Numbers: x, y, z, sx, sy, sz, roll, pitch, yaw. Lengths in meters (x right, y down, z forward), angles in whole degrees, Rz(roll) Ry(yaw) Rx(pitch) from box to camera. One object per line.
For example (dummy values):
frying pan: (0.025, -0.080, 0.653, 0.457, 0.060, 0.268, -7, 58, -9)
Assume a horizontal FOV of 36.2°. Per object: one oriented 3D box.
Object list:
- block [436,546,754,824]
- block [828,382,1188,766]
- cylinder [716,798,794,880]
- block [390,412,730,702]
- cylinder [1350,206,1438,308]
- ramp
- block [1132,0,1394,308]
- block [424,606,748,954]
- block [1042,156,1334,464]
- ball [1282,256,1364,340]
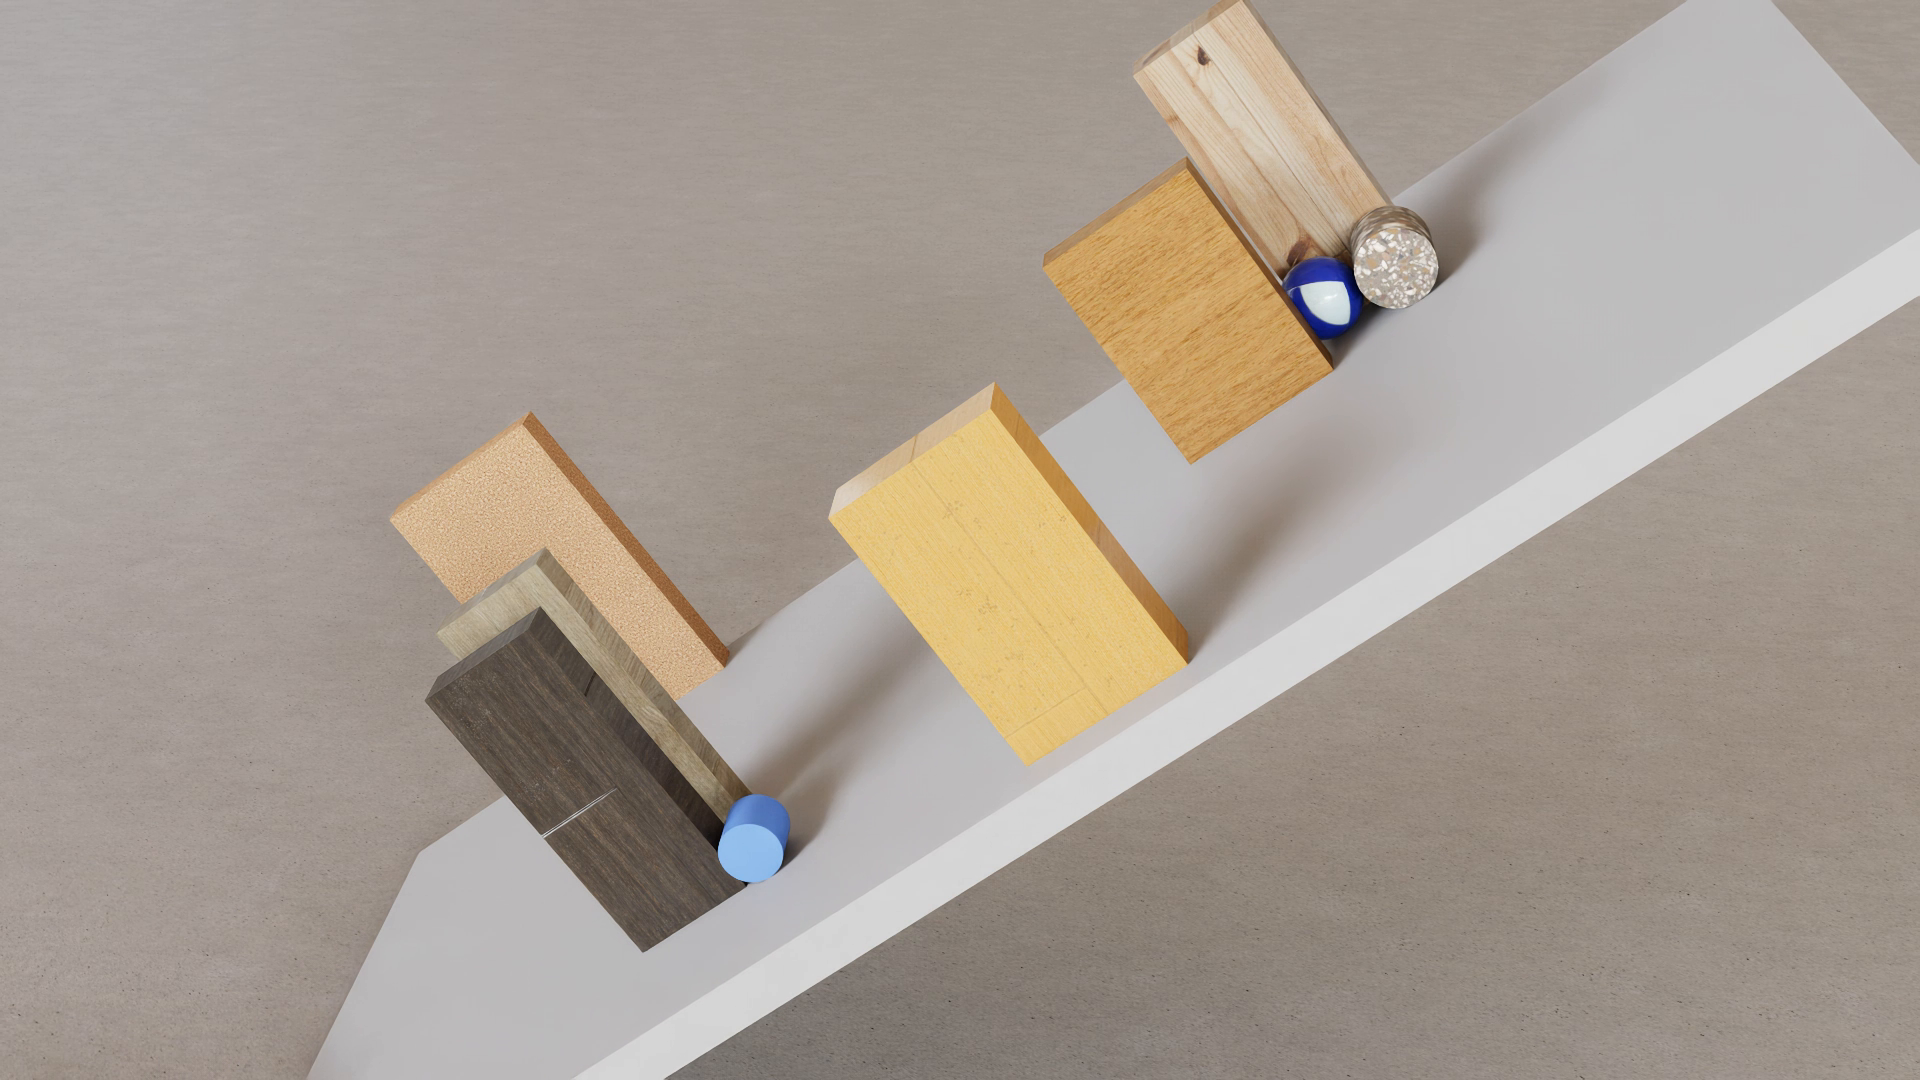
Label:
block: (-0.762, 0.377, 6.211, 0.275, 0.719, 0.094, -34, 16, 16)
block: (0.094, 0.067, 5.386, 0.363, 0.606, 0.146, -34, 16, 16)
cylinder: (-0.412, 0.598, 5.903, 0.130, 0.130, 0.130, 4, 12, 9)
block: (-0.993, 0.117, 7.331, 0.432, 0.792, 0.098, -34, 16, 16)
cylinder: (0.921, -0.602, 6.251, 0.175, 0.175, 0.175, 2, 22, 4)
ramp: (0.131, 0.177, 6.317, 4.000, 0.100, 2.000, -34, 16, 16)
block: (0.694, -0.816, 6.362, 0.279, 0.709, 0.129, -34, 16, 16)
block: (-0.738, 0.485, 5.902, 0.270, 0.690, 0.114, -34, 16, 16)
block: (0.482, -0.481, 6.205, 0.367, 0.538, 0.101, -34, 16, 16)
ball: (0.775, -0.519, 6.309, 0.181, 0.181, 0.181, 0, 22, 0)
